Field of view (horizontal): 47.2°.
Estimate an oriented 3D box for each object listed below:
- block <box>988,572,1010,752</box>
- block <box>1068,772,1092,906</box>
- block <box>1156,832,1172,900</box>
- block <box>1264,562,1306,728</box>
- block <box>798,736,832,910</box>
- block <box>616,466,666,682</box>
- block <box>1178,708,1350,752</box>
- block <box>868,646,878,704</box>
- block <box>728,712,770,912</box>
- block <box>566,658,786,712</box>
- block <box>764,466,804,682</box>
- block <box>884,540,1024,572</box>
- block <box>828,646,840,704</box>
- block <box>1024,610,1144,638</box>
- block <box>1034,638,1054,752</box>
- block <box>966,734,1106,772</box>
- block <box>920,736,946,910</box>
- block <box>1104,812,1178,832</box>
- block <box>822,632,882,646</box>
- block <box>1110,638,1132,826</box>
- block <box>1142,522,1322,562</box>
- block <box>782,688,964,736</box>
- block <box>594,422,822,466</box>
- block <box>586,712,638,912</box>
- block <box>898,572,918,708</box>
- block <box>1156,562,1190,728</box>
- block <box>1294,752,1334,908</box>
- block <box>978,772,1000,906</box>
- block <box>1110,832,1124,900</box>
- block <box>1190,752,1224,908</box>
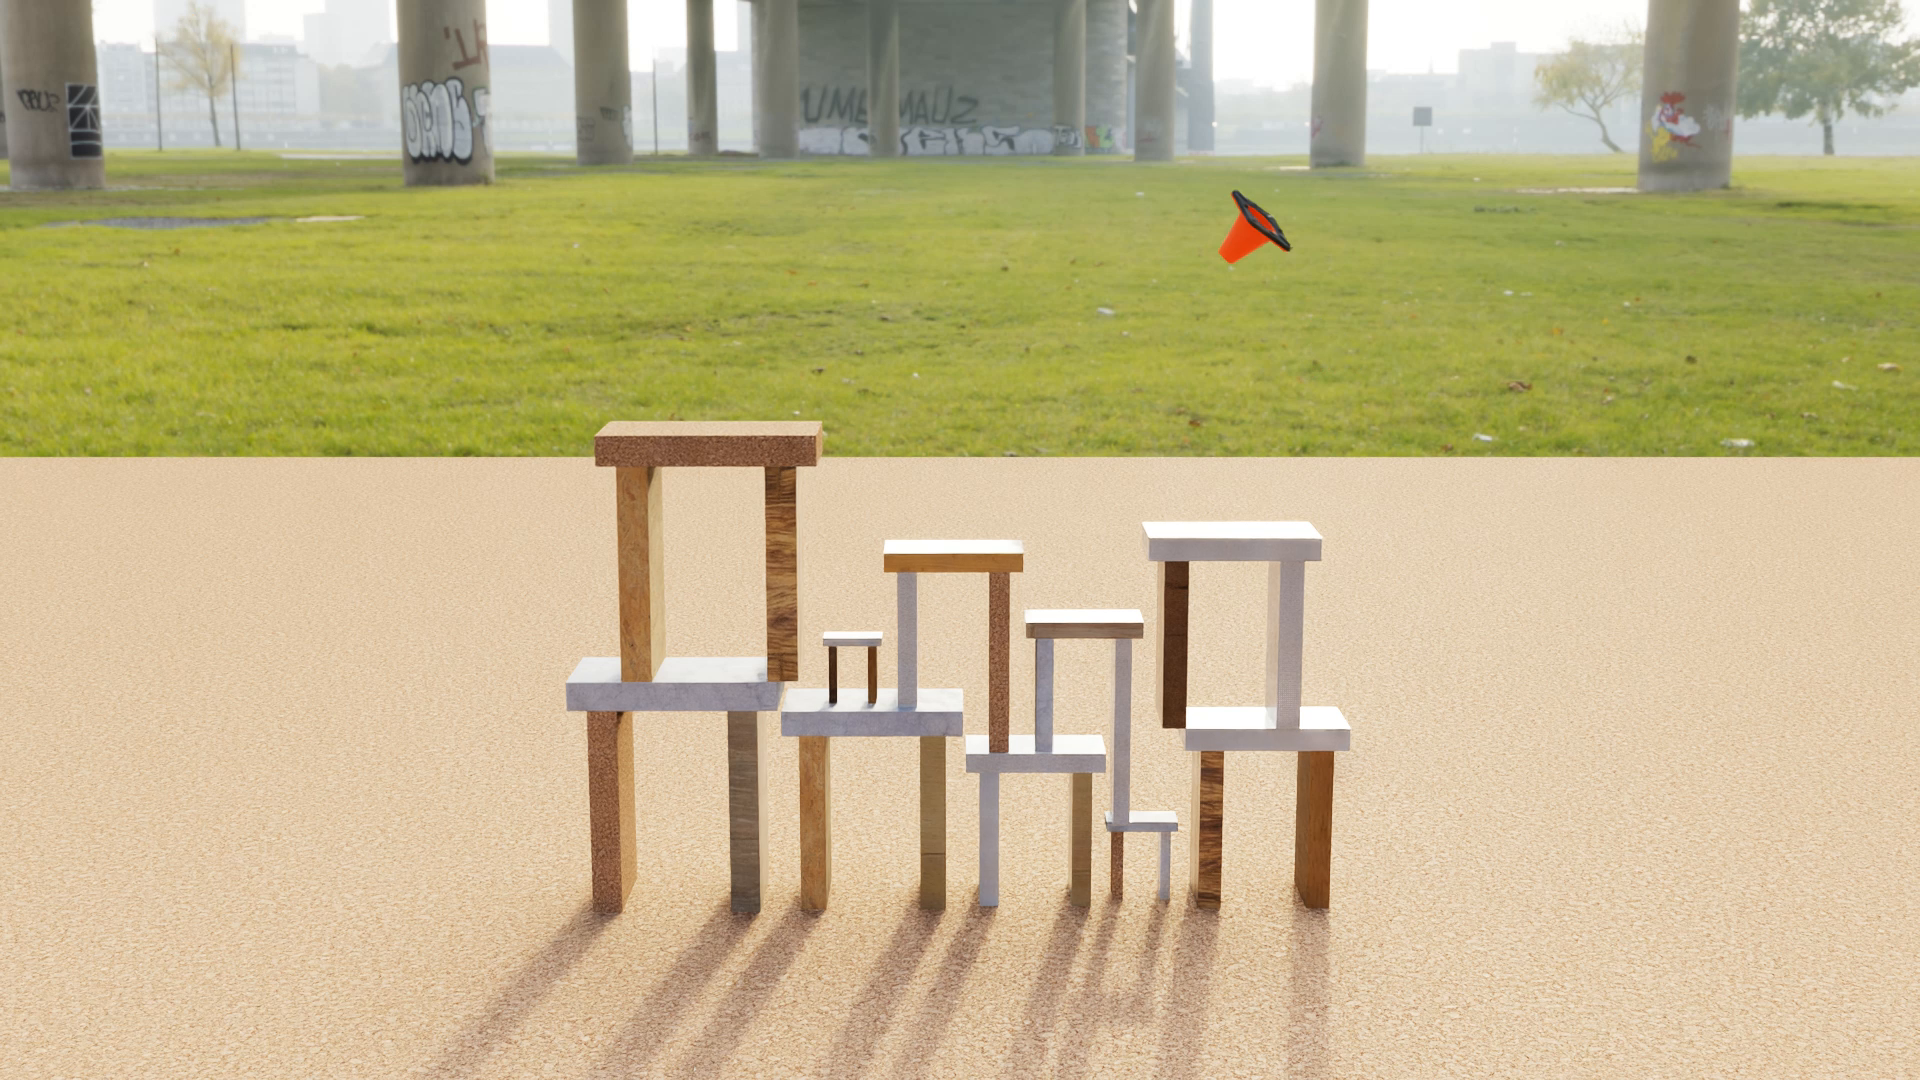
[{"bbox_3d":[0.064,0.188,3.597,0.032,0.298,0.112,0,11,0],"label":"block"},{"bbox_3d":[0.199,0.479,3.645,0.032,0.227,0.113,0,11,0],"label":"block"},{"bbox_3d":[0.339,0.532,3.658,0.017,0.117,0.059,0,11,0],"label":"block"},{"bbox_3d":[0.529,0.157,3.584,0.039,0.274,0.137,0,11,0],"label":"block"},{"bbox_3d":[-0.239,0.447,3.639,0.041,0.293,0.146,0,11,0],"label":"block"},{"bbox_3d":[-0.516,0.040,3.566,0.049,0.347,0.174,0,11,0],"label":"block"},{"bbox_3d":[0.497,0.310,3.614,0.266,0.038,0.133,0,11,0],"label":"block"},{"bbox_3d":[-0.143,0.215,3.598,0.014,0.095,0.048,0,11,0],"label":"block"},{"bbox_3d":[-0.349,0.425,3.635,0.048,0.338,0.169,0,11,0],"label":"block"},{"bbox_3d":[-0.461,0.235,3.599,0.338,0.048,0.169,0,11,0],"label":"block"},{"bbox_3d":[-0.285,0.040,3.570,0.049,0.347,0.174,0,11,-1],"label":"block"},{"bbox_3d":[-0.010,0.026,3.567,0.223,0.032,0.112,0,11,0],"label":"block"},{"bbox_3d":[-0.206,0.215,3.598,0.014,0.095,0.048,0,11,0],"label":"block"},{"bbox_3d":[0.201,0.137,3.582,0.189,0.027,0.095,0,11,0],"label":"block"},{"bbox_3d":[0.138,0.243,3.602,0.027,0.189,0.095,0,11,0],"label":"block"},{"bbox_3d":[0.123,0.352,3.621,0.227,0.032,0.113,0,11,0],"label":"block"},{"bbox_3d":[-0.044,0.447,3.639,0.041,0.293,0.146,0,11,0],"label":"block"},{"bbox_3d":[0.300,0.467,3.646,0.117,0.017,0.059,0,11,0],"label":"block"},{"bbox_3d":[-0.175,0.161,3.588,0.095,0.014,0.048,0,11,0],"label":"block"},{"bbox_3d":[0.264,0.305,3.614,0.027,0.314,0.095,0,11,0],"label":"block"},{"bbox_3d":[0.437,0.002,3.557,0.275,0.039,0.137,0,11,0],"label":"block"},{"bbox_3d":[-0.141,0.283,3.609,0.293,0.041,0.146,0,11,0],"label":"block"},{"bbox_3d":[-0.400,-0.155,3.533,0.347,0.049,0.174,0,11,0],"label":"block"},{"bbox_3d":[-0.574,0.425,3.635,0.048,0.337,0.169,0,11,0],"label":"block"},{"bbox_3d":[-0.085,0.152,3.590,0.032,0.223,0.112,0,11,0],"label":"block"},{"bbox_3d":[0.345,0.157,3.586,0.039,0.274,0.137,0,11,0],"label":"block"},{"bbox_3d":[0.586,0.460,3.641,0.038,0.266,0.133,0,11,0],"label":"block"},{"bbox_3d":[0.048,0.479,3.645,0.032,0.227,0.113,0,11,0],"label":"block"},{"bbox_3d":[0.261,0.532,3.658,0.017,0.117,0.059,0,11,0],"label":"block"},{"bbox_3d":[0.408,0.460,3.641,0.038,0.266,0.133,0,11,0],"label":"block"}]
